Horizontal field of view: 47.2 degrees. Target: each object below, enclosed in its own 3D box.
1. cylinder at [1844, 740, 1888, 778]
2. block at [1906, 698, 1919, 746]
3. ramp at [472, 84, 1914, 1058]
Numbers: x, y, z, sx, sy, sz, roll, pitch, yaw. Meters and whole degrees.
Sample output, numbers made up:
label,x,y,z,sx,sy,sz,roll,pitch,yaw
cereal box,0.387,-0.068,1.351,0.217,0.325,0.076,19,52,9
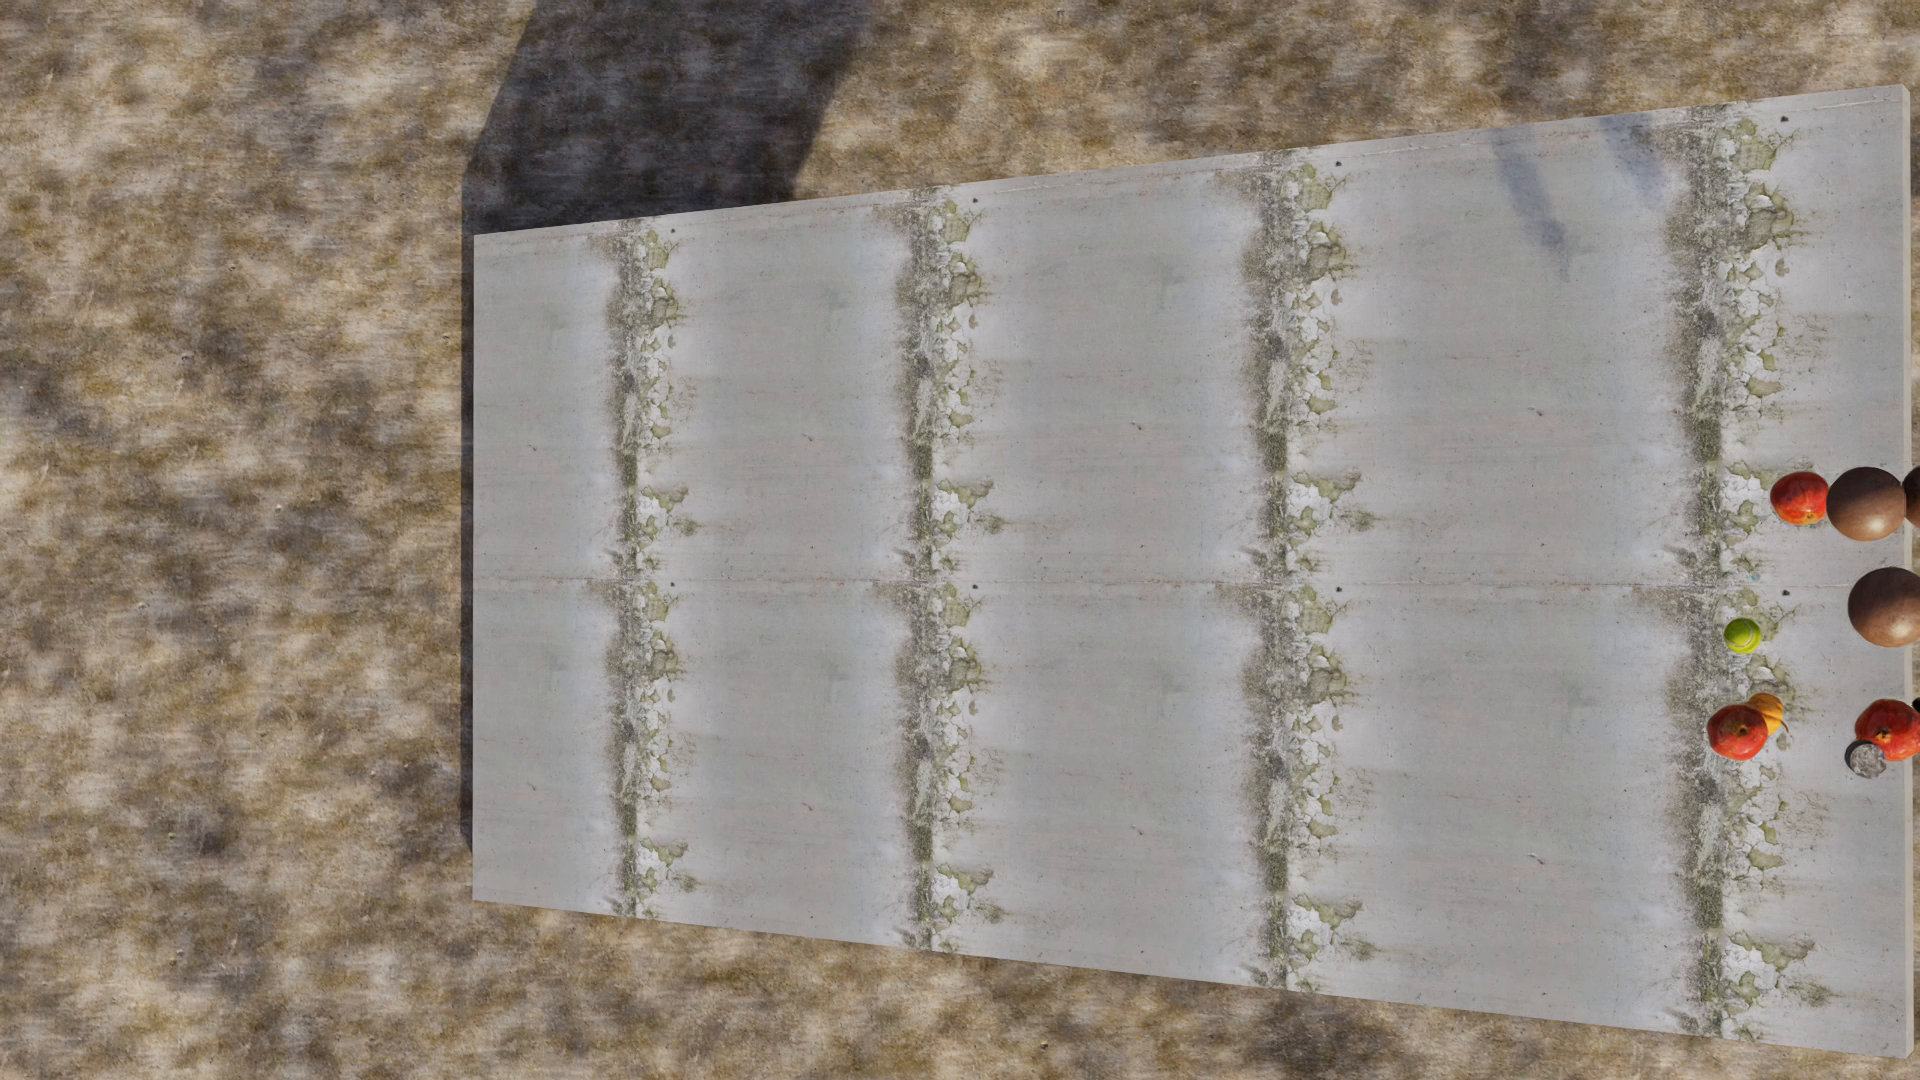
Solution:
label,x,y,z,sx,sy,sz,roll,pitch,yaw
cylinder,1.416,0.343,3.439,0.054,0.054,0.054,0,92,14
block,1.824,0.343,4.083,0.081,0.081,0.081,-4,110,-24
ramp,0.262,0.072,5.605,4.000,0.100,2.000,0,89,32
